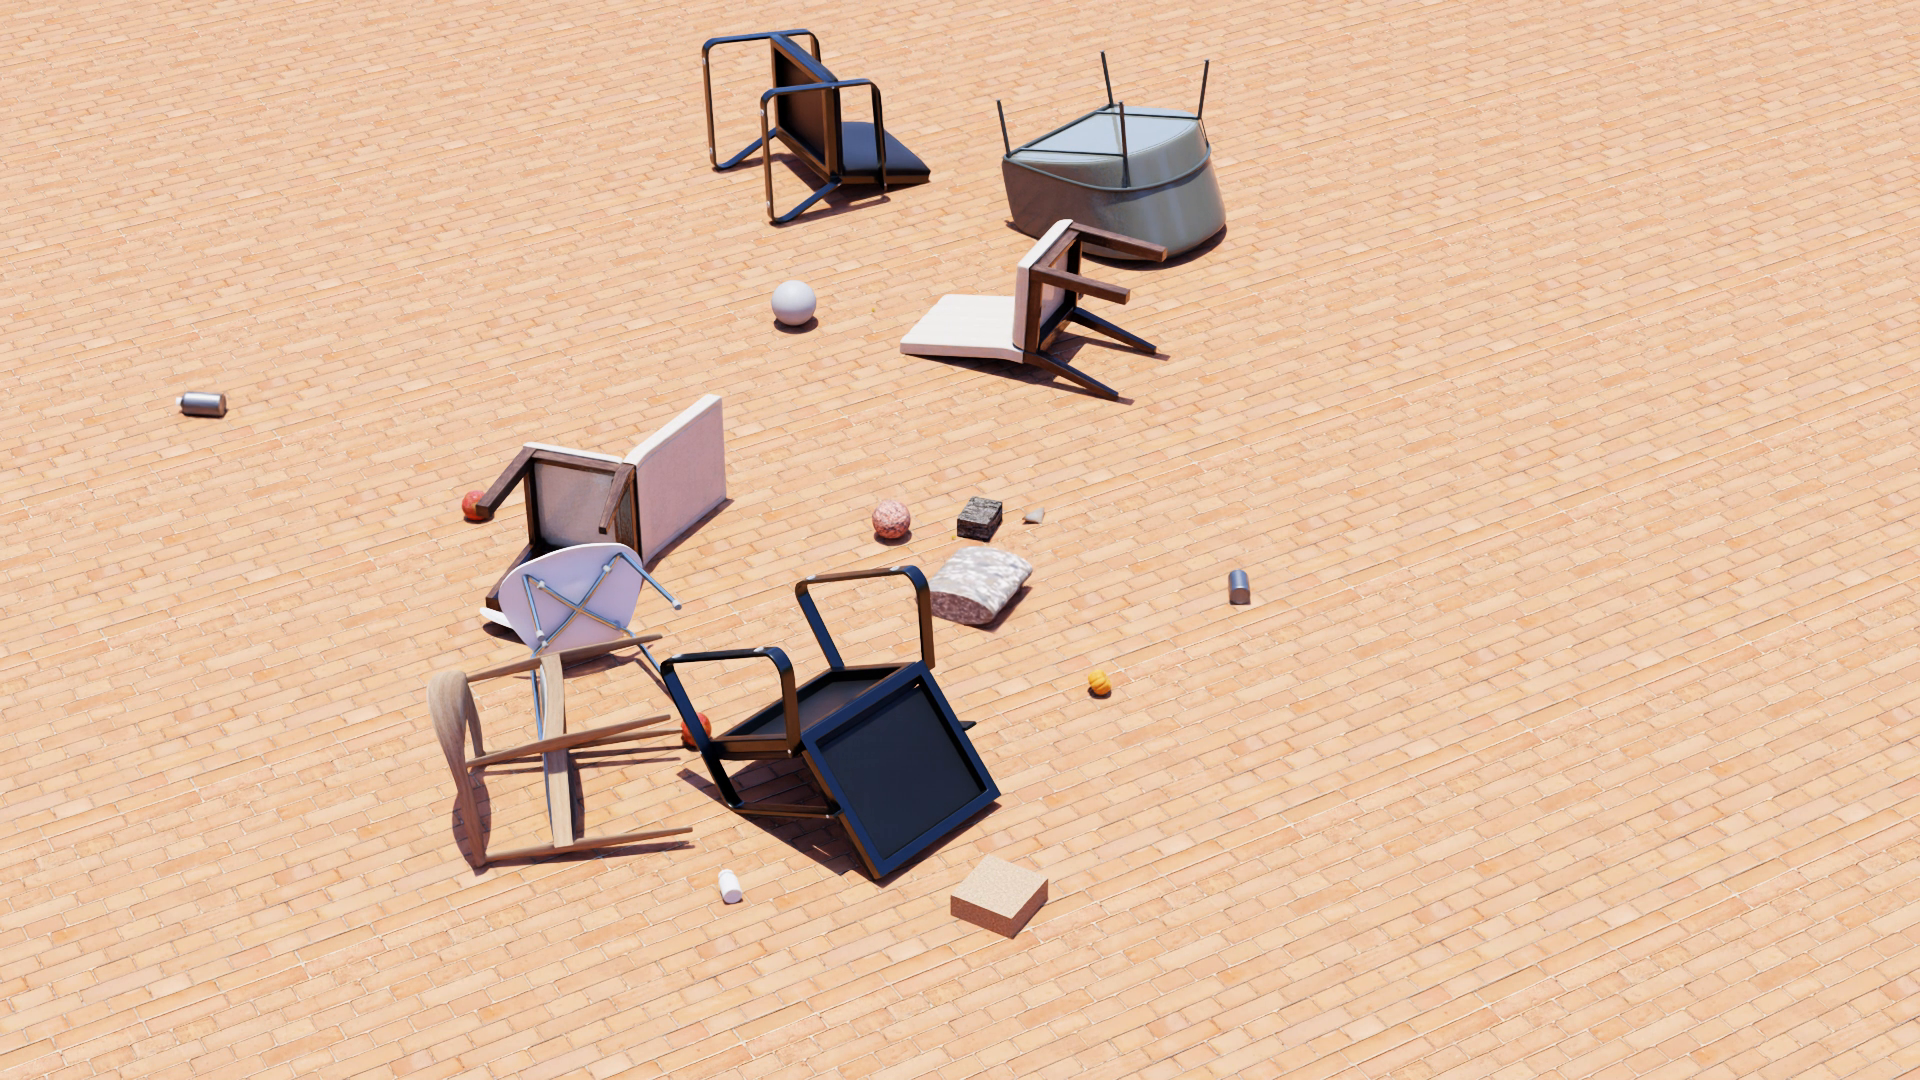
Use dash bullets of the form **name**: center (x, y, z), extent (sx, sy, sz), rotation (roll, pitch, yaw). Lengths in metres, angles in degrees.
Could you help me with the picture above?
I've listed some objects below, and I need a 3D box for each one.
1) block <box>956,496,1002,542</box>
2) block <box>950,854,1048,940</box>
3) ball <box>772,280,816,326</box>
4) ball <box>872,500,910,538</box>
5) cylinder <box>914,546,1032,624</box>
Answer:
- **block**: center (0.074, -0.078, 10.990), extent (0.122, 0.081, 0.168), rotation (11, 35, 17)
- **block**: center (0.123, 1.115, 9.176), extent (0.220, 0.084, 0.229), rotation (18, 38, 26)
- **ball**: center (-0.696, -0.993, 12.278), extent (0.191, 0.191, 0.191), rotation (0, 33, 0)
- **ball**: center (-0.255, -0.078, 10.930), extent (0.145, 0.145, 0.145), rotation (0, 33, 0)
- **cylinder**: center (0.051, 0.161, 10.586), extent (0.317, 0.122, 0.328), rotation (11, 35, 25)
